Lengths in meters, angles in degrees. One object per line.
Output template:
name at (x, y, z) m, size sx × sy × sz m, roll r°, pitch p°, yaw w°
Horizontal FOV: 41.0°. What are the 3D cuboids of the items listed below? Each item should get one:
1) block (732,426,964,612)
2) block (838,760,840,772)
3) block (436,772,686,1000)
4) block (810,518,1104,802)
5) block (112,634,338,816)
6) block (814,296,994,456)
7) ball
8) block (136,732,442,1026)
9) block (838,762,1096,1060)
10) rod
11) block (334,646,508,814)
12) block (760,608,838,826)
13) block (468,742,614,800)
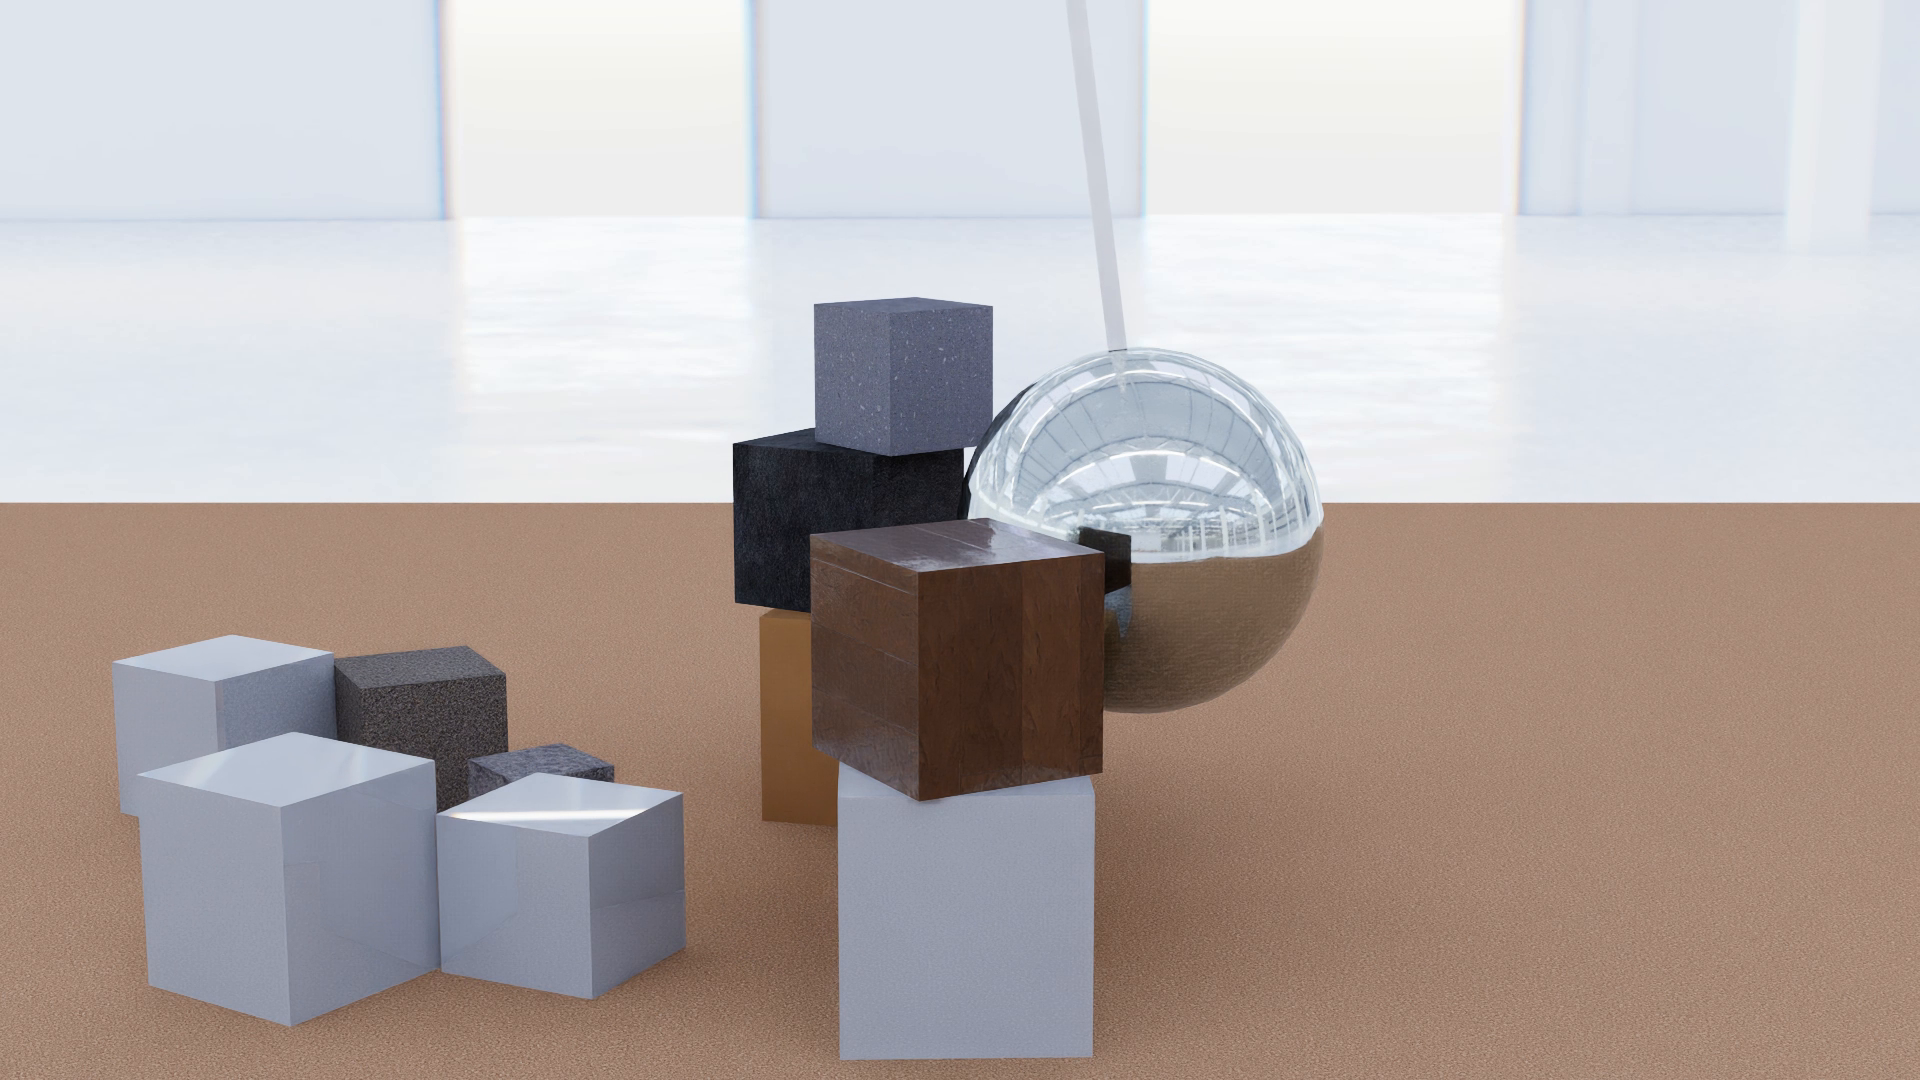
block at (-0.533, -0.100, 12.414) m, size 0.812 × 0.776 × 0.785 m, roll 6°, pitch 12°, yaw 32°
block at (-0.011, 1.171, 10.575) m, size 0.945 × 0.912 × 0.860 m, roll 0°, pitch 10°, yaw -1°
block at (-1.584, 1.365, 10.251) m, size 0.709 × 0.647 × 0.684 m, roll 5°, pitch 11°, yaw 25°
block at (-0.020, 0.416, 9.500) m, size 0.765 × 0.821 × 0.852 m, roll -6°, pitch 12°, yaw -29°
block at (-3.536, 0.928, 12.382) m, size 0.726 × 0.744 × 0.727 m, roll 7°, pitch 12°, yaw 33°
block at (-0.269, -0.787, 12.174) m, size 0.599 × 0.659 × 0.617 m, roll -8°, pitch 13°, yaw -37°
ball at (0.781, -0.042, 11.173) m, size 1.600 × 1.600 × 1.600 m, roll 0°, pitch 10°, yaw 0°
block at (-2.613, 1.301, 10.039) m, size 0.804 × 0.849 × 0.787 m, roll 7°, pitch 12°, yaw 33°
block at (0.009, 1.304, 9.650) m, size 0.913 × 0.981 × 0.960 m, roll 0°, pitch 10°, yaw -2°
rod at (0.339, -3.359, 10.570) m, size 0.080 × 5.200 × 0.080 m, roll -7°, pitch 10°, yaw 1°
block at (-2.629, 0.946, 12.455) m, size 0.694 × 0.682 × 0.693 m, roll -5°, pitch 11°, yaw -26°
block at (-0.332, 0.790, 12.456) m, size 1.005 × 0.989 × 0.961 m, roll 3°, pitch 11°, yaw 15°
block at (-1.883, 1.223, 11.559) m, size 0.476 × 0.459 × 0.489 m, roll -8°, pitch 13°, yaw -36°
